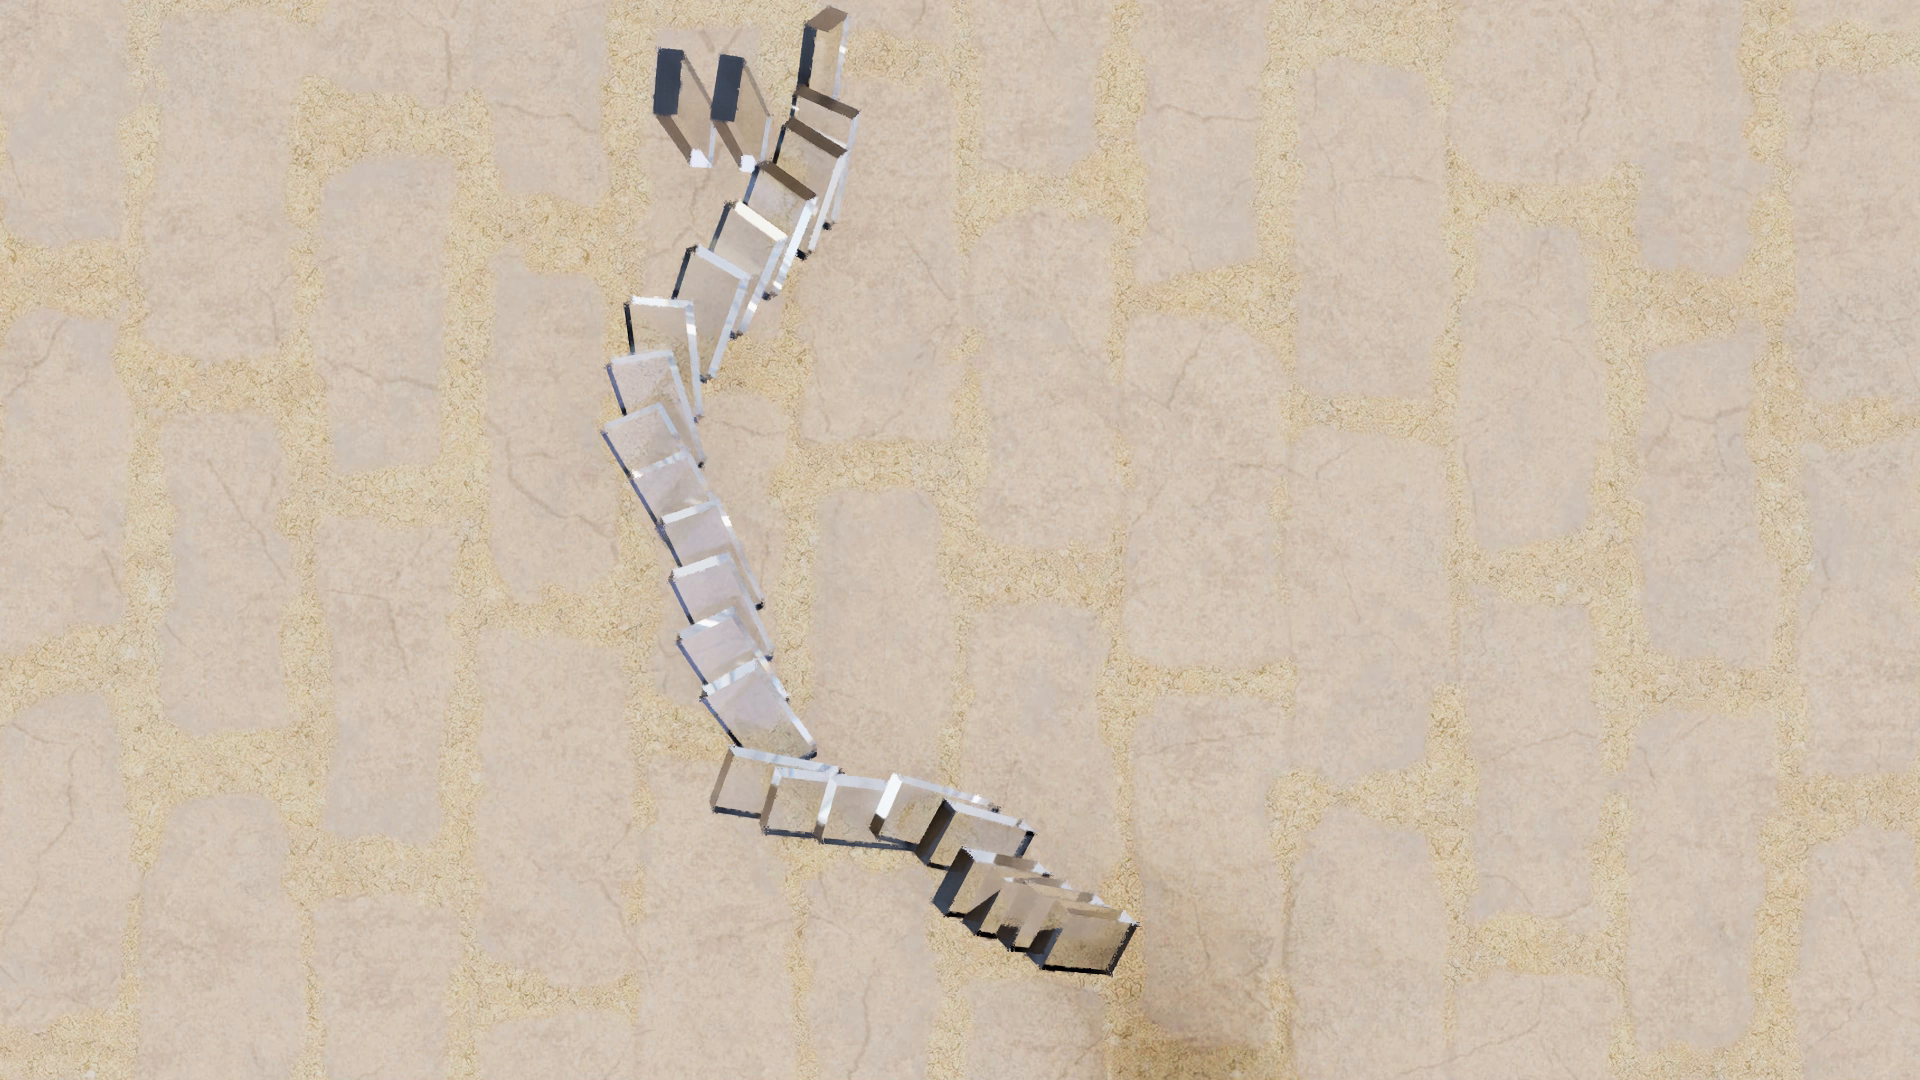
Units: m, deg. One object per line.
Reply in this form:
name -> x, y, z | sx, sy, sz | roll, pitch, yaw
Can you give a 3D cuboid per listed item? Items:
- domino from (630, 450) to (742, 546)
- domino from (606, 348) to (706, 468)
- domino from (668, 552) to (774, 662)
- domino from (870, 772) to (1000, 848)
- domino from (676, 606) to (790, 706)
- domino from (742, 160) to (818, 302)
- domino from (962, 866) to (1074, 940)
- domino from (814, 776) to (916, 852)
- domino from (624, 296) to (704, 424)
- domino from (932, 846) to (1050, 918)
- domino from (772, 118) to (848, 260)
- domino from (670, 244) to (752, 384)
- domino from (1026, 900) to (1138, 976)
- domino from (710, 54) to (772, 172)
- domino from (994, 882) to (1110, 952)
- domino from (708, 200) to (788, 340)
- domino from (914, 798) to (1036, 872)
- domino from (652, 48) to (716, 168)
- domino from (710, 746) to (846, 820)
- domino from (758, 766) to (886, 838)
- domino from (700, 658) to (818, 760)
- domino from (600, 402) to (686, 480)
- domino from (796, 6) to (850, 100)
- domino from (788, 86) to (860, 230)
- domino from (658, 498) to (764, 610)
domino -> -0.114, -0.010, 0.384 | 0.025, 0.009, 0.050 | -22, 117, 1
domino -> -0.126, -0.053, 0.383 | 0.025, 0.009, 0.050 | -9, 119, 1
domino -> -0.099, 0.032, 0.385 | 0.025, 0.009, 0.050 | -18, 116, 0
domino -> -0.010, 0.117, 0.384 | 0.050, 0.010, 0.025 | 24, 90, -28
domino -> -0.095, 0.055, 0.385 | 0.025, 0.010, 0.050 | -25, 116, 0
domino -> -0.080, -0.128, 0.380 | 0.025, 0.009, 0.050 | 36, 130, 0
domino -> 0.026, 0.152, 0.380 | 0.050, 0.010, 0.025 | 29, 90, -41
domino -> -0.033, 0.115, 0.384 | 0.050, 0.009, 0.025 | 15, 93, -27
domino -> -0.123, -0.075, 0.383 | 0.025, 0.010, 0.050 | 4, 120, 1
domino -> 0.014, 0.144, 0.380 | 0.050, 0.010, 0.025 | 28, 91, -41
domino -> -0.066, -0.144, 0.378 | 0.025, 0.050, 0.009 | 31, 46, -3
domino -> -0.108, -0.094, 0.383 | 0.025, 0.009, 0.050 | 30, 120, 0
domino -> 0.052, 0.165, 0.380 | 0.050, 0.010, 0.025 | 29, 90, -41
domino -> -0.089, -0.173, 0.375 | 0.009, 0.050, 0.025 | 9, 90, 0
domino -> 0.039, 0.158, 0.380 | 0.050, 0.010, 0.025 | 29, 90, -41
domino -> -0.094, -0.112, 0.382 | 0.025, 0.009, 0.050 | 36, 124, 0
domino -> 0.007, 0.126, 0.380 | 0.050, 0.010, 0.025 | 29, 90, -40
domino -> -0.112, -0.175, 0.375 | 0.010, 0.050, 0.025 | 5, 90, 0
domino -> -0.076, 0.104, 0.383 | 0.050, 0.009, 0.025 | 19, 95, -27
domino -> -0.056, 0.111, 0.383 | 0.050, 0.010, 0.025 | 15, 95, -27
domino -> -0.084, 0.077, 0.385 | 0.025, 0.009, 0.050 | -29, 115, 0
domino -> -0.125, -0.030, 0.384 | 0.025, 0.010, 0.050 | -22, 119, 1
domino -> -0.057, -0.186, 0.373 | 0.009, 0.050, 0.025 | 22, 47, 0
domino -> -0.059, -0.156, 0.378 | 0.025, 0.050, 0.010 | 23, 47, -2
domino -> -0.103, 0.010, 0.385 | 0.025, 0.010, 0.050 | -18, 117, 0
